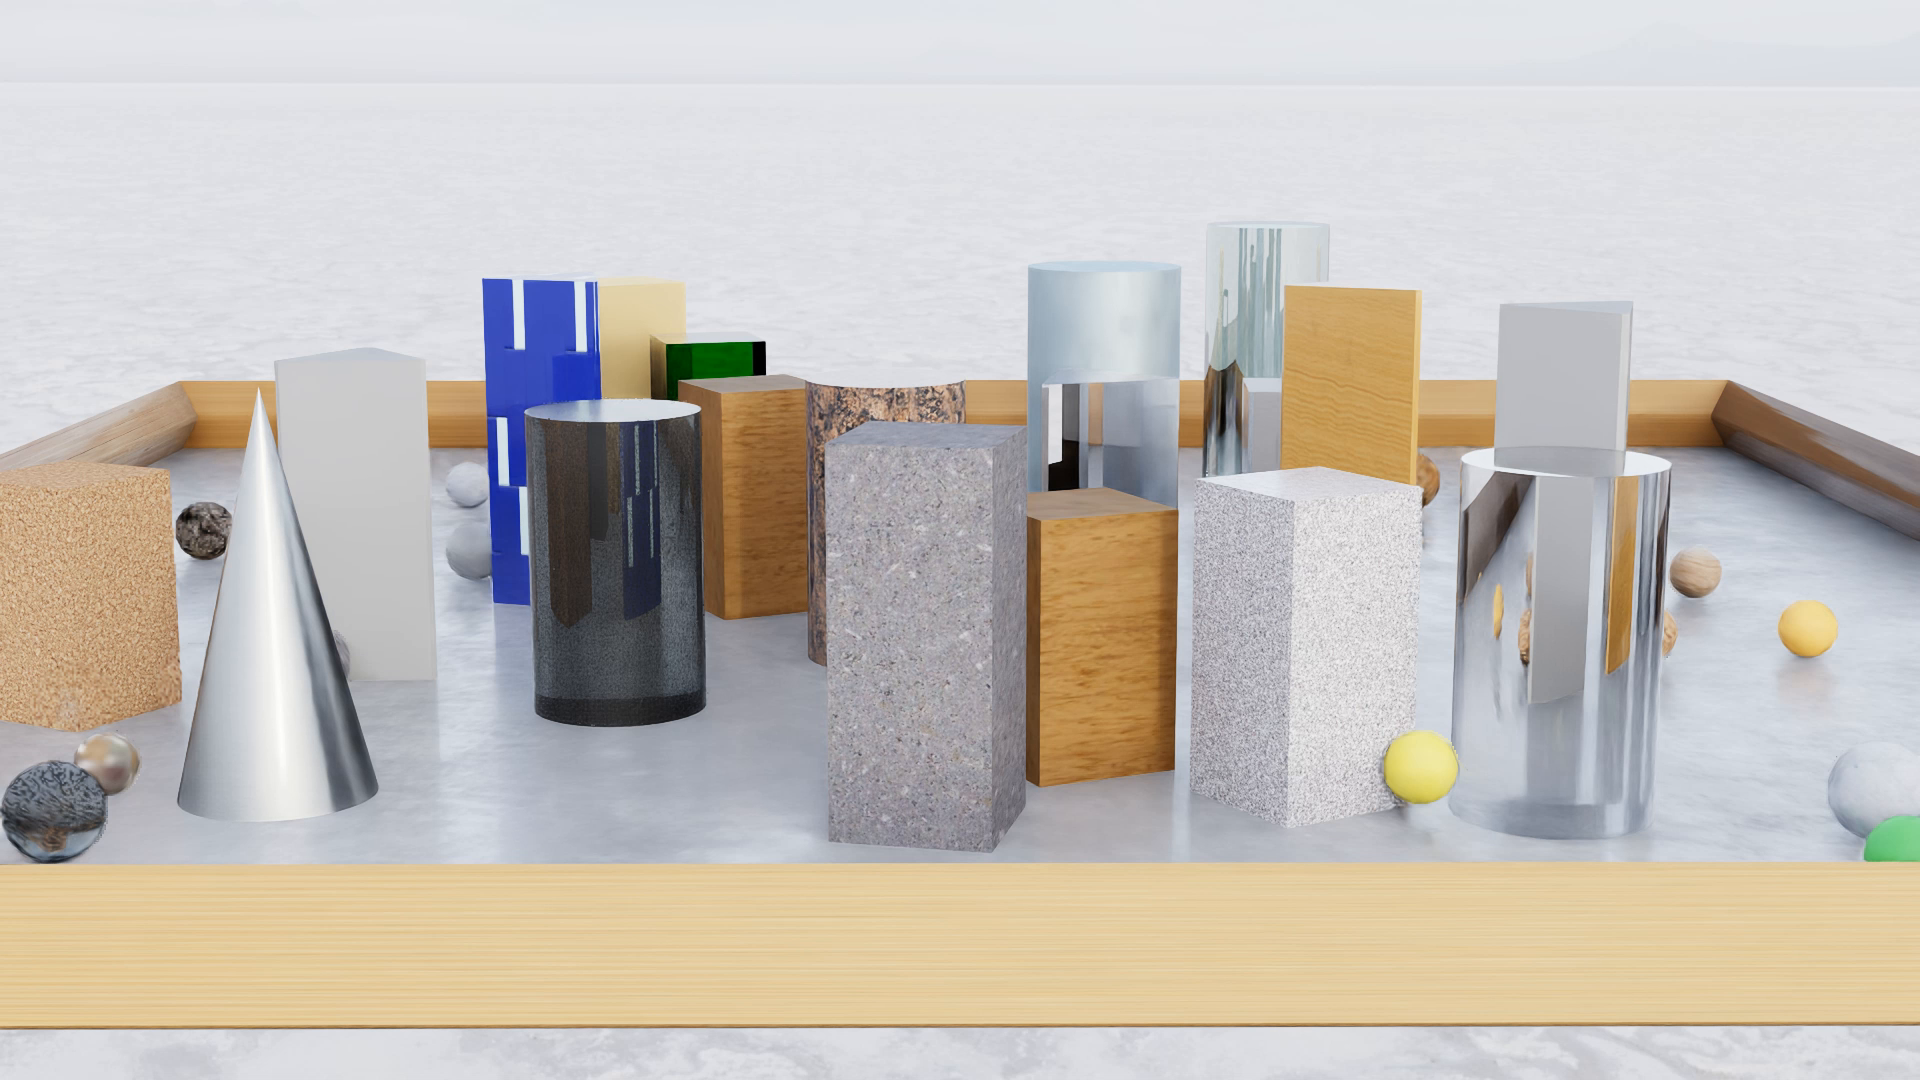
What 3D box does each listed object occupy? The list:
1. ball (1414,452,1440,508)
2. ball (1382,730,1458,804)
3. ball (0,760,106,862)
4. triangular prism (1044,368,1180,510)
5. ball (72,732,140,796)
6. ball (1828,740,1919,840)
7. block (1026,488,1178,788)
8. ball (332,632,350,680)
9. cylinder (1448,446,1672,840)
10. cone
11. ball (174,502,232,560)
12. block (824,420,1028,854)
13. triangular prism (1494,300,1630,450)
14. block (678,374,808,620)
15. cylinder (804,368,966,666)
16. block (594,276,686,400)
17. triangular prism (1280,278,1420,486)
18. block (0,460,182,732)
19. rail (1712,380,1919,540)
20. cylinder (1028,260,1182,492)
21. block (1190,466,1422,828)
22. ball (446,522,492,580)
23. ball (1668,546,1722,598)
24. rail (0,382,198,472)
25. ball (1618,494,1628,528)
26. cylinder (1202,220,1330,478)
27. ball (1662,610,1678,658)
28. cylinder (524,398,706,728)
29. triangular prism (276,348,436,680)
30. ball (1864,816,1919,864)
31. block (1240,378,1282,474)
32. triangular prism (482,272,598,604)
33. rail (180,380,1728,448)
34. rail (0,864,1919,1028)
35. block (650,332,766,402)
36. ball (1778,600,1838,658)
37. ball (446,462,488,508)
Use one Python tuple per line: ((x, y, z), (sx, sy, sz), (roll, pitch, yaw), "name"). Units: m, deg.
((0.743, -0.097, 4.240), (0.099, 0.099, 0.099), (0, 10, 0), "ball")
((0.450, 0.223, 2.509), (0.072, 0.072, 0.072), (0, 10, 0), "ball")
((-0.839, 0.251, 2.375), (0.093, 0.093, 0.093), (0, 10, 0), "ball")
((0.153, -0.019, 3.088), (0.172, 0.364, 0.149), (-4, 11, -20), "triangular prism")
((-0.862, 0.226, 2.592), (0.064, 0.064, 0.064), (0, 10, 0), "ball")
((0.874, 0.239, 2.437), (0.095, 0.095, 0.095), (0, 10, 0), "ball")
((0.120, 0.098, 2.699), (0.158, 0.276, 0.158), (-5, 12, -24), "block")
((-0.751, 0.143, 2.972), (0.088, 0.088, 0.088), (0, 10, 0), "ball")
((0.584, 0.096, 2.508), (0.198, 0.350, 0.198), (0, 10, 0), "cylinder")
((-0.690, 0.053, 2.562), (0.198, 0.415, 0.198), (0, 10, 0), "cone")
((-1.125, -0.014, 3.824), (0.087, 0.087, 0.087), (0, 10, 0), "ball")
((-0.030, 0.088, 2.461), (0.158, 0.382, 0.158), (2, 11, 13), "block")
((0.752, -0.059, 3.075), (0.149, 0.447, 0.172), (-10, 15, -44), "triangular prism")
((-0.278, -0.062, 3.488), (0.158, 0.303, 0.158), (-5, 12, -27), "block")
((-0.091, -0.028, 3.181), (0.198, 0.348, 0.198), (0, 10, 0), "cylinder")
((-0.568, -0.253, 4.339), (0.158, 0.369, 0.158), (-7, 13, -33), "block")
((0.511, -0.096, 3.250), (0.172, 0.458, 0.149), (5, 12, 25), "triangular prism")
((-1.008, 0.060, 2.916), (0.158, 0.272, 0.158), (5, 12, 27), "block")
((1.467, 0.032, 3.457), (0.045, 0.129, 3.040), (0, 10, 0), "rail")
((0.186, -0.122, 3.352), (0.198, 0.471, 0.198), (0, 10, 0), "cylinder")
((0.343, 0.102, 2.557), (0.158, 0.321, 0.158), (-6, 12, -31), "block")
((-0.694, 0.016, 3.674), (0.082, 0.082, 0.082), (0, 10, 0), "ball")
((1.017, 0.045, 3.549), (0.071, 0.071, 0.071), (0, 10, 0), "ball")
((-1.467, 0.035, 3.440), (0.045, 0.129, 3.040), (0, 10, 0), "rail")
((1.011, -0.047, 4.035), (0.075, 0.075, 0.075), (0, 10, 0), "ball")
((0.496, -0.274, 4.164), (0.198, 0.474, 0.198), (0, 10, 0), "cylinder")
((0.844, 0.114, 3.152), (0.071, 0.071, 0.071), (0, 10, 0), "ball")
((-0.391, 0.022, 2.926), (0.198, 0.343, 0.198), (0, 10, 0), "cylinder")
((-0.722, -0.035, 3.117), (0.172, 0.385, 0.149), (-1, 11, -4), "triangular prism")
((0.840, 0.280, 2.277), (0.072, 0.072, 0.072), (0, 10, 0), "ball")
((0.476, -0.073, 3.588), (0.158, 0.289, 0.158), (1, 11, 3), "block")
((-0.537, -0.141, 3.527), (0.172, 0.445, 0.149), (4, 11, 19), "triangular prism")
((-0.009, -0.239, 4.920), (2.982, 0.129, 0.045), (0, 10, 0), "rail")
((0.009, 0.305, 1.977), (2.982, 0.129, 0.045), (0, 10, 0), "rail")
((-0.403, -0.176, 4.118), (0.158, 0.299, 0.158), (-3, 11, -16), "block")
((1.056, 0.110, 3.195), (0.072, 0.072, 0.072), (0, 10, 0), "ball")
((-0.818, -0.092, 4.274), (0.076, 0.076, 0.076), (0, 10, 0), "ball")
